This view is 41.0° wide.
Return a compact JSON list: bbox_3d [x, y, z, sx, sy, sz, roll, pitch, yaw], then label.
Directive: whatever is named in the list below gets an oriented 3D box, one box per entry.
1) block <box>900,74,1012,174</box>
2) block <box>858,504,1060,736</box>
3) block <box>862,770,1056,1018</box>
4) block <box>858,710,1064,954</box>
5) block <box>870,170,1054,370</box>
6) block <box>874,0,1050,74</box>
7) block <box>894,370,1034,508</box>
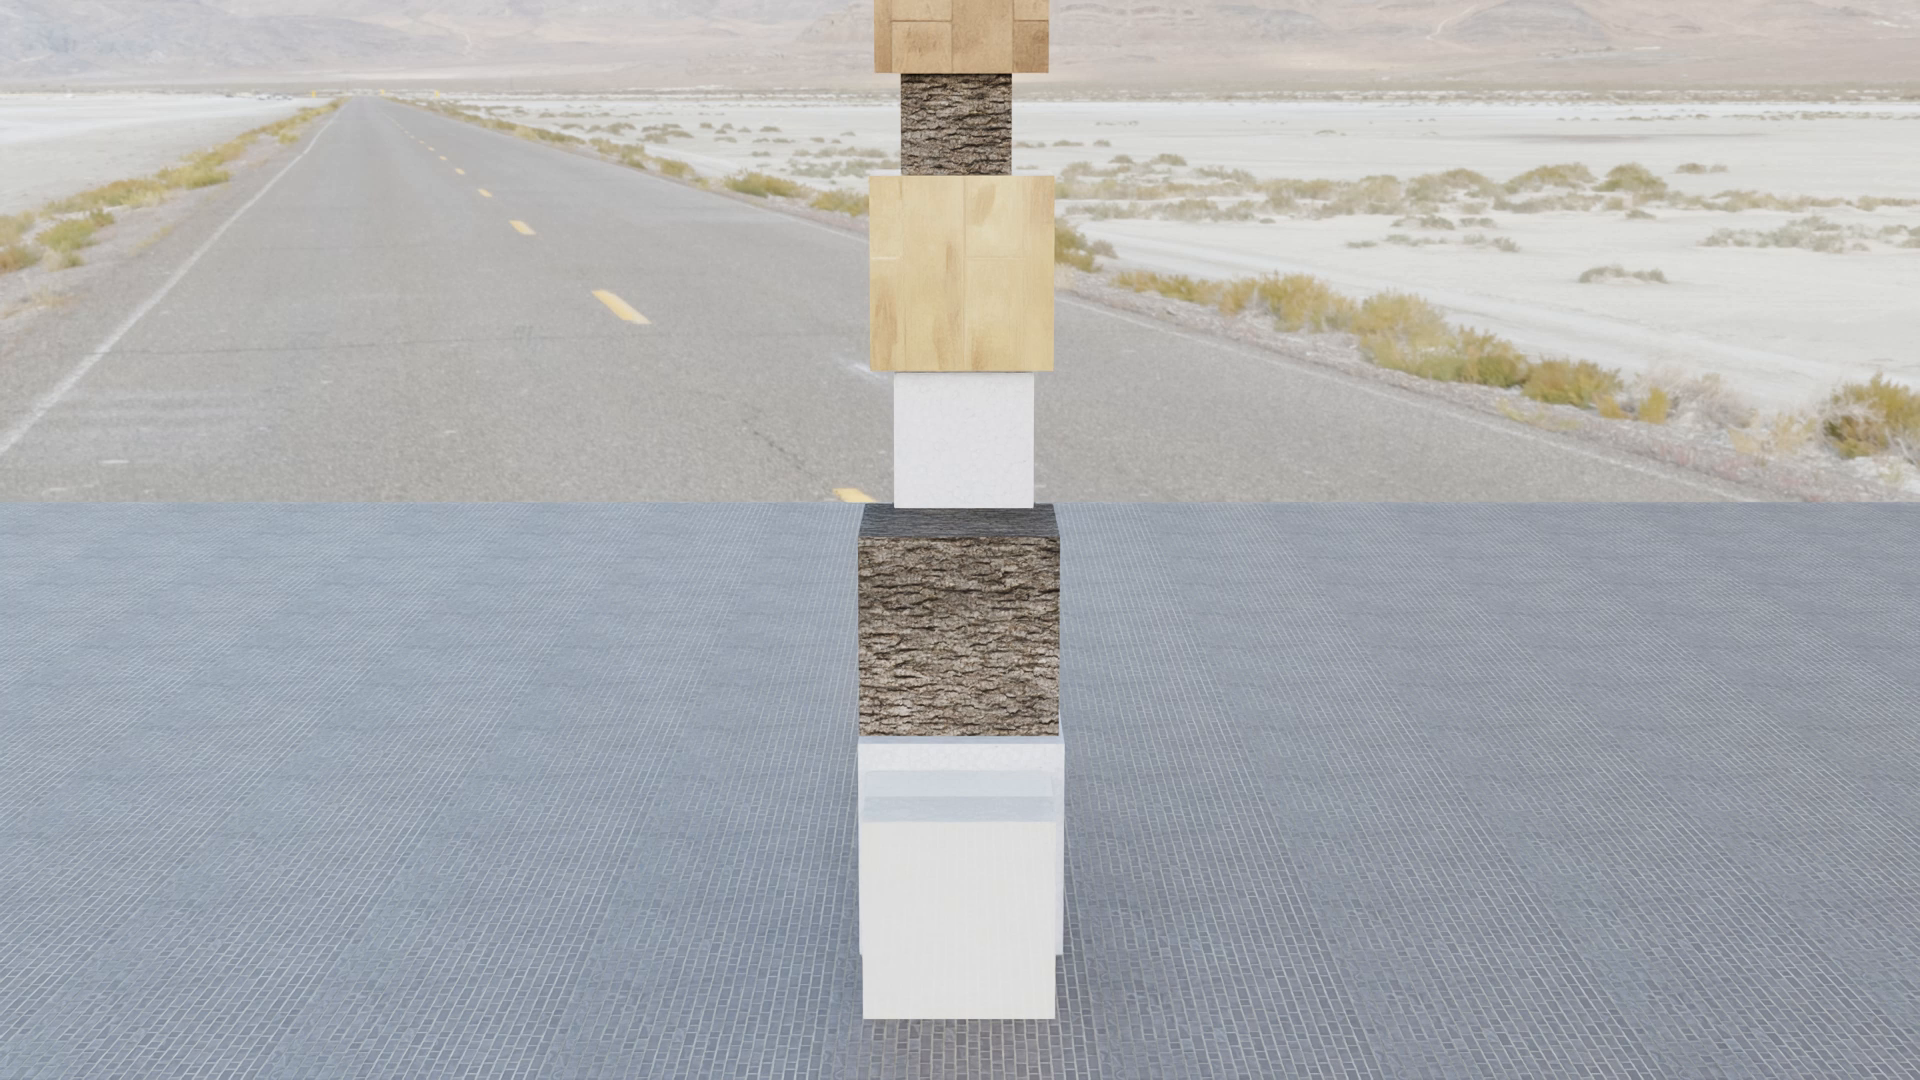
[{"bbox_3d":[-0.015,-1.765,10.872,0.461,0.414,0.467,0,10,0],"label":"block"},{"bbox_3d":[-0.004,0.317,10.645,0.803,0.813,0.806,0,10,0],"label":"block"},{"bbox_3d":[-0.004,1.360,9.932,0.722,0.769,0.705,0,10,0],"label":"block"},{"bbox_3d":[0.005,1.170,10.678,0.822,0.878,0.811,0,10,0],"label":"block"},{"bbox_3d":[0.008,-1.165,10.976,0.762,0.805,0.750,0,10,0],"label":"block"},{"bbox_3d":[0.007,-2.260,10.785,0.716,0.590,0.621,0,10,0],"label":"block"},{"bbox_3d":[0.016,-0.477,11.096,0.588,0.590,0.582,0,10,0],"label":"block"}]
